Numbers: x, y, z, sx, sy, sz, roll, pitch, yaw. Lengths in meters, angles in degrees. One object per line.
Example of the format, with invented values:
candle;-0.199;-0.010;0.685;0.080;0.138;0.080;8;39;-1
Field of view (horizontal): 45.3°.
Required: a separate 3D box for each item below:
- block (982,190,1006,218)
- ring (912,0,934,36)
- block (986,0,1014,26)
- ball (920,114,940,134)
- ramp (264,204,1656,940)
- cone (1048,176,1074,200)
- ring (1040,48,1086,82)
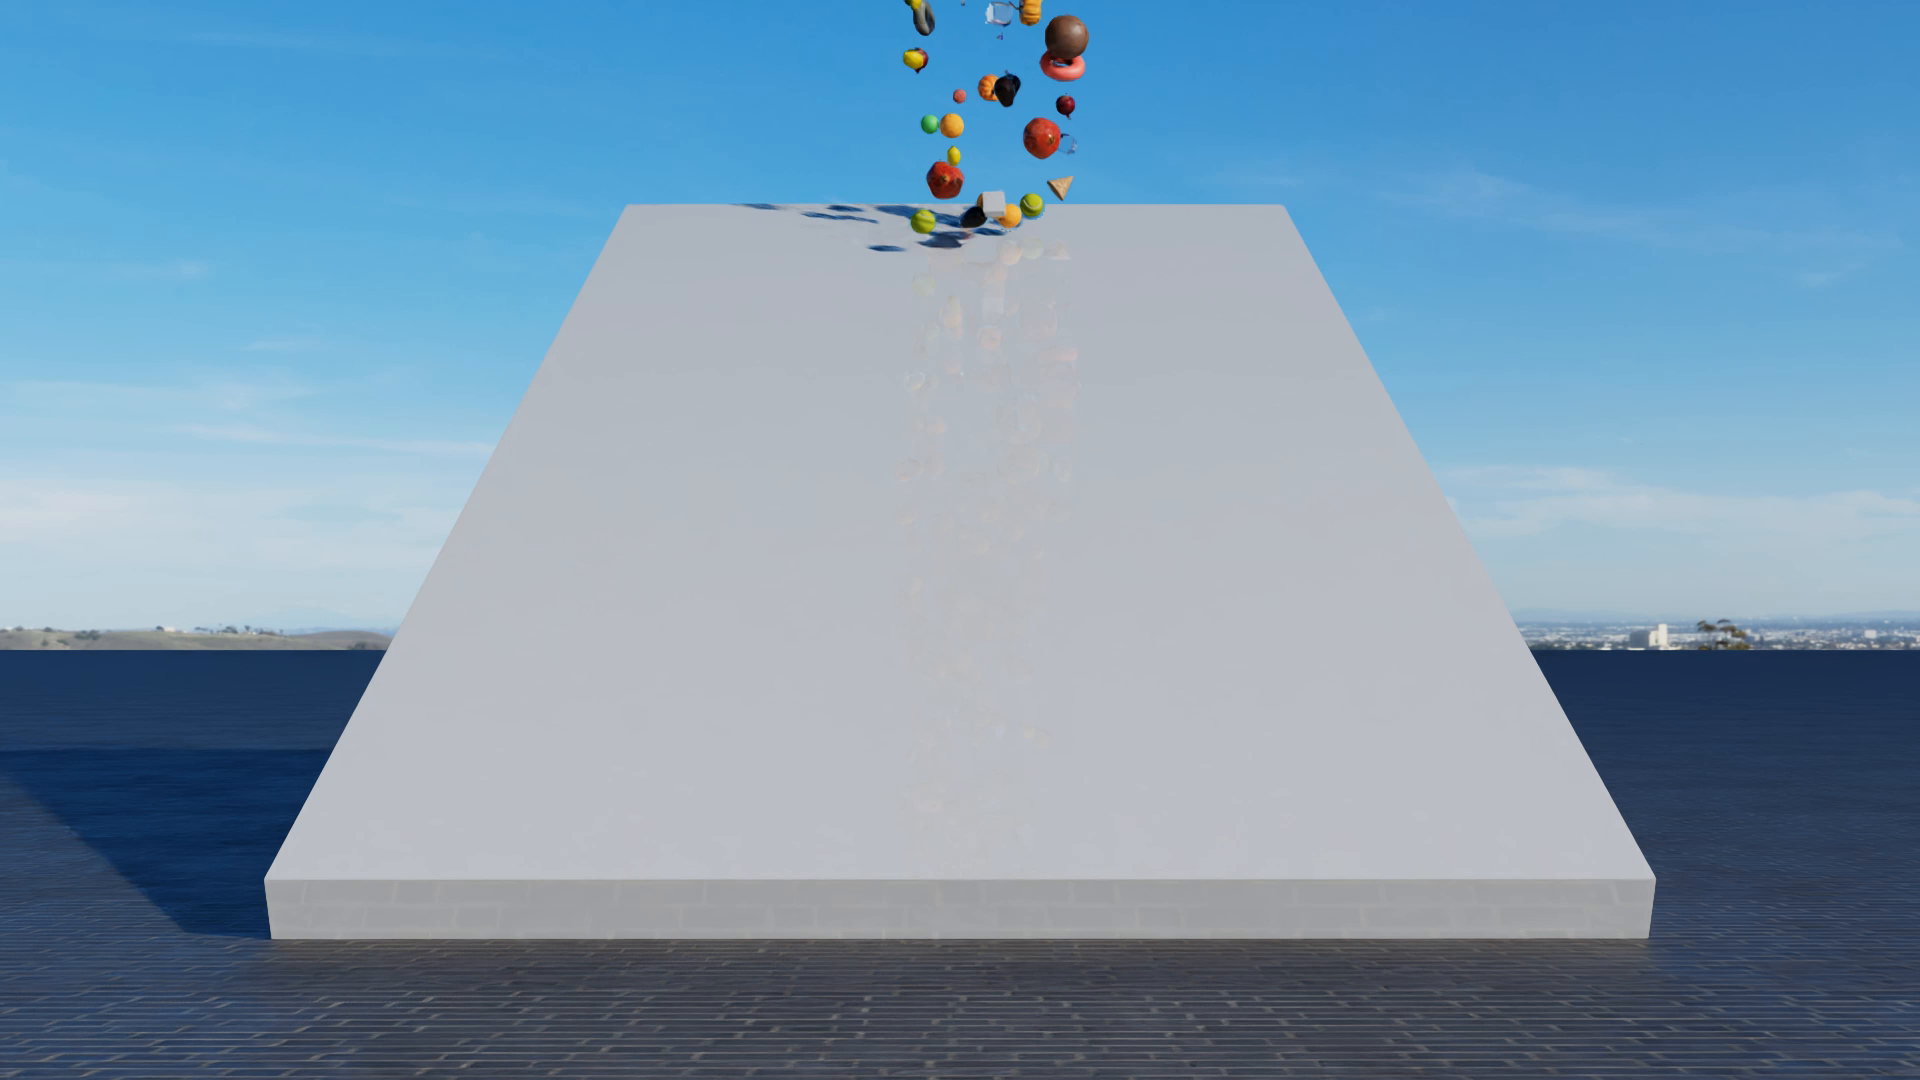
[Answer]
block;0.096;-0.943;6.449;0.059;0.059;0.059;-3;-7;4
ring;-0.106;-1.519;6.689;0.035;0.104;0.104;-4;-4;24
block;0.111;-1.470;6.425;0.053;0.053;0.053;8;-1;-23
ball;-0.087;-1.196;6.611;0.054;0.054;0.054;0;-3;0
ramp;-0.007;-0.222;5.173;2.000;0.100;4.000;0;22;0
cone;0.310;-1.055;6.800;0.074;0.074;0.074;-39;0;-4
ring;0.300;-1.392;6.735;0.135;0.135;0.045;0;-42;-10
